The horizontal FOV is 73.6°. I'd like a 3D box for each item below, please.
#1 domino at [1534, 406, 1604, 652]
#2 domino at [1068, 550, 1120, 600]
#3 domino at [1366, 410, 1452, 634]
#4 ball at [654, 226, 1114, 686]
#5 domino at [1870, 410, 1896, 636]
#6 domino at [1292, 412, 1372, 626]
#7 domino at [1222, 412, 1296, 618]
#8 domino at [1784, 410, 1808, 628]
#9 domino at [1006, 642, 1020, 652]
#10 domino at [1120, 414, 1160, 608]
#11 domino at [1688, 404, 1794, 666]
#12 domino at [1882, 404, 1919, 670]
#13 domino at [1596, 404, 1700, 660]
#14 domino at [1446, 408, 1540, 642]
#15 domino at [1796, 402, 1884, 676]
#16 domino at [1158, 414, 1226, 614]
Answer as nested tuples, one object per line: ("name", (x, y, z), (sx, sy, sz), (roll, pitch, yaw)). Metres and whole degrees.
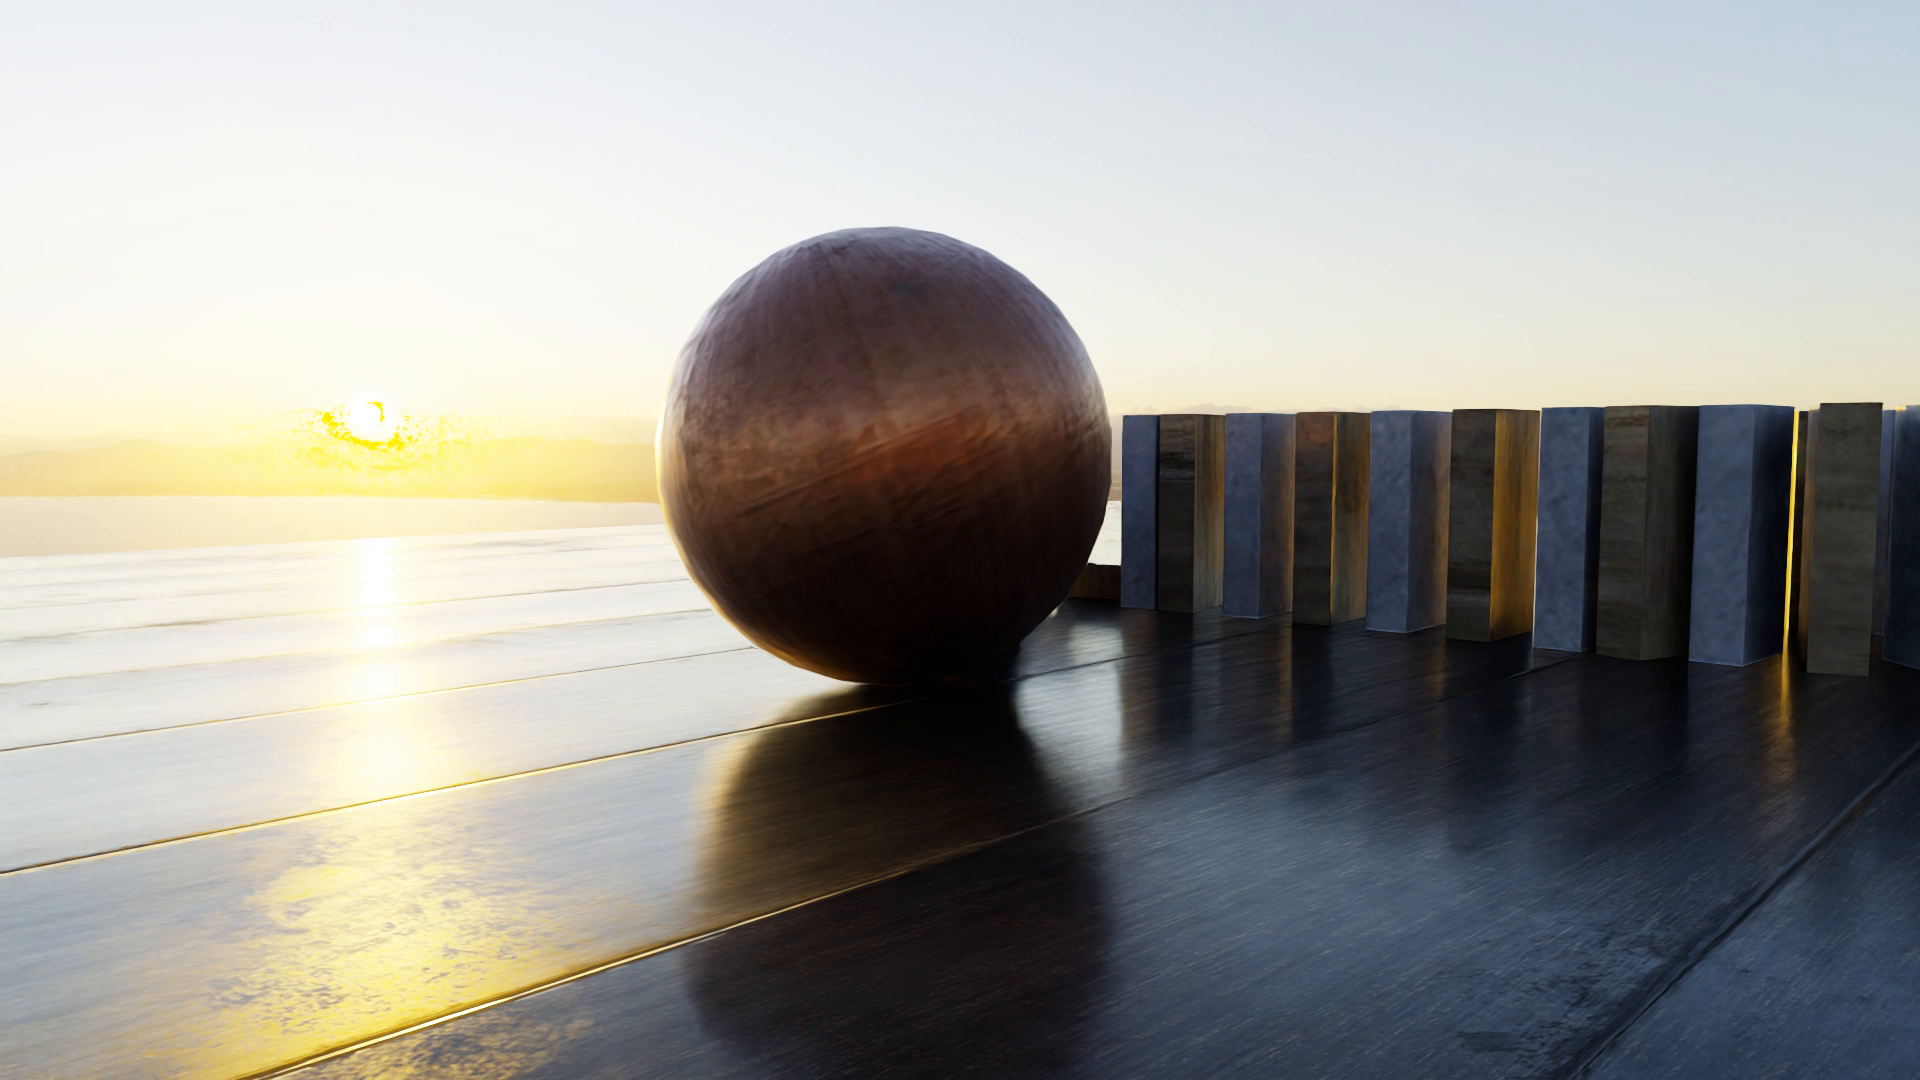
("domino", (0.132, -0.003, 0.273), (0.010, 0.050, 0.025), (4, 6, 45))
("domino", (0.050, 0.010, 0.376), (0.025, 0.009, 0.050), (2, 5, 29))
("domino", (0.105, -0.005, 0.299), (0.009, 0.050, 0.025), (4, 6, 43))
("ball", (-0.013, -0.015, 0.227), (0.080, 0.080, 0.080), (0, 4, 0))
("domino", (0.212, -0.005, 0.294), (0.025, 0.050, 0.009), (-3, 5, -35))
("domino", (0.091, -0.006, 0.311), (0.009, 0.050, 0.025), (4, 6, 40))
("domino", (0.077, -0.007, 0.323), (0.009, 0.050, 0.025), (3, 5, 38))
("domino", (0.198, -0.005, 0.306), (0.009, 0.050, 0.025), (1, 4, 9))
("domino", (0.001, -0.001, 0.272), (0.025, 0.050, 0.009), (0, -31, 4))
("domino", (0.052, -0.008, 0.342), (0.010, 0.050, 0.025), (2, 5, 30))
("domino", (0.156, -0.002, 0.255), (0.025, 0.050, 0.009), (-4, 6, -42))
("domino", (0.186, 0.000, 0.239), (0.009, 0.050, 0.025), (1, 4, 7))
("domino", (0.142, -0.002, 0.260), (0.025, 0.050, 0.009), (-2, 5, -27))
("domino", (0.119, -0.004, 0.286), (0.009, 0.050, 0.025), (4, 6, 44))
("domino", (0.168, -0.001, 0.246), (0.010, 0.050, 0.025), (2, 5, 29))
("domino", (0.061, -0.008, 0.334), (0.010, 0.050, 0.025), (3, 5, 32))
